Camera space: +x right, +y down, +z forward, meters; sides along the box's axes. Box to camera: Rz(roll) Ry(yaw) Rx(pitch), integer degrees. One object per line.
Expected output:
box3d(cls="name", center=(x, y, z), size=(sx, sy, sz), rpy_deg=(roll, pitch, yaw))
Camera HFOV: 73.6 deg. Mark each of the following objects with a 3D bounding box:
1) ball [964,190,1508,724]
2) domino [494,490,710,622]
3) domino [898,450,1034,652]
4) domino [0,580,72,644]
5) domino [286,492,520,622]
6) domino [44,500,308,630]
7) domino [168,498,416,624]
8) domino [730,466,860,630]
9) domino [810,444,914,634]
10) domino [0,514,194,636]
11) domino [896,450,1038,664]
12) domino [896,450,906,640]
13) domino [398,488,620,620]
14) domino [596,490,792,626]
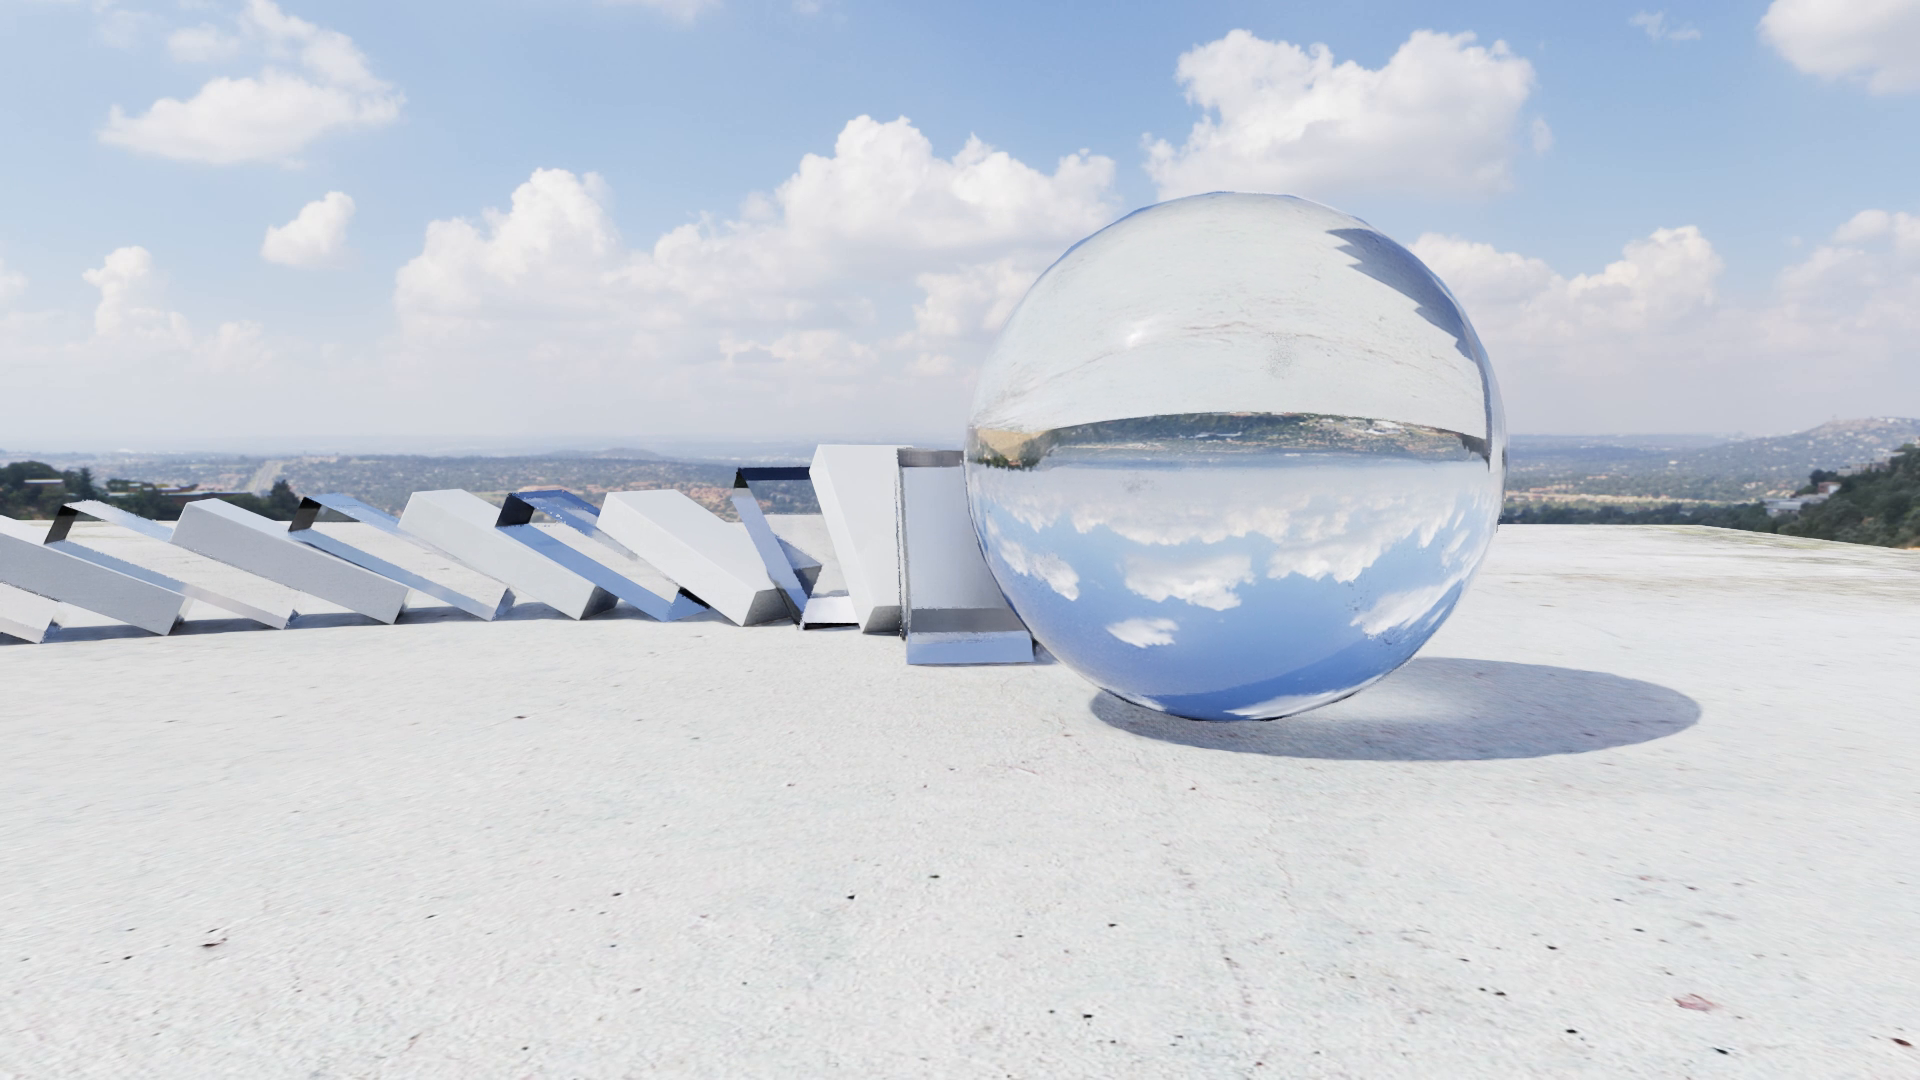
box3d(cls="ball", center=(0.040, -0.012, 0.197), size=(0.080, 0.080, 0.080), rpy_deg=(0, 4, 0))
box3d(cls="domino", center=(-0.087, 0.003, 0.321), size=(0.050, 0.009, 0.025), rpy_deg=(28, 10, 10))
box3d(cls="domino", center=(0.000, 0.001, 0.277), size=(0.025, 0.009, 0.050), rpy_deg=(0, 47, -6))
box3d(cls="domino", center=(-0.220, 0.007, 0.274), size=(0.050, 0.009, 0.025), rpy_deg=(26, -8, -26))
box3d(cls="domino", center=(-0.135, 0.004, 0.316), size=(0.050, 0.009, 0.025), rpy_deg=(25, 0, -10))
box3d(cls="domino", center=(-0.179, 0.006, 0.297), size=(0.050, 0.010, 0.025), rpy_deg=(25, -5, -20))
box3d(cls="domino", center=(-0.157, 0.005, 0.306), size=(0.050, 0.009, 0.025), rpy_deg=(24, -3, -17))
box3d(cls="domino", center=(-0.035, 0.001, 0.313), size=(0.025, 0.009, 0.050), rpy_deg=(-3, 40, -31))
box3d(cls="domino", center=(-0.017, -0.001, 0.304), size=(0.025, 0.050, 0.009), rpy_deg=(-1, -40, -26))
box3d(cls="domino", center=(-0.200, 0.006, 0.286), size=(0.050, 0.010, 0.025), rpy_deg=(25, -6, -23))
box3d(cls="domino", center=(0.001, 0.002, 0.263), size=(0.025, 0.009, 0.050), rpy_deg=(0, 47, -6))
box3d(cls="domino", center=(-0.001, 0.000, 0.291), size=(0.025, 0.009, 0.050), rpy_deg=(0, 47, -5))
box3d(cls="domino", center=(-0.111, 0.003, 0.321), size=(0.050, 0.009, 0.025), rpy_deg=(27, 6, 2))
box3d(cls="domino", center=(-0.063, 0.003, 0.318), size=(0.050, 0.009, 0.025), rpy_deg=(31, 17, 23))
